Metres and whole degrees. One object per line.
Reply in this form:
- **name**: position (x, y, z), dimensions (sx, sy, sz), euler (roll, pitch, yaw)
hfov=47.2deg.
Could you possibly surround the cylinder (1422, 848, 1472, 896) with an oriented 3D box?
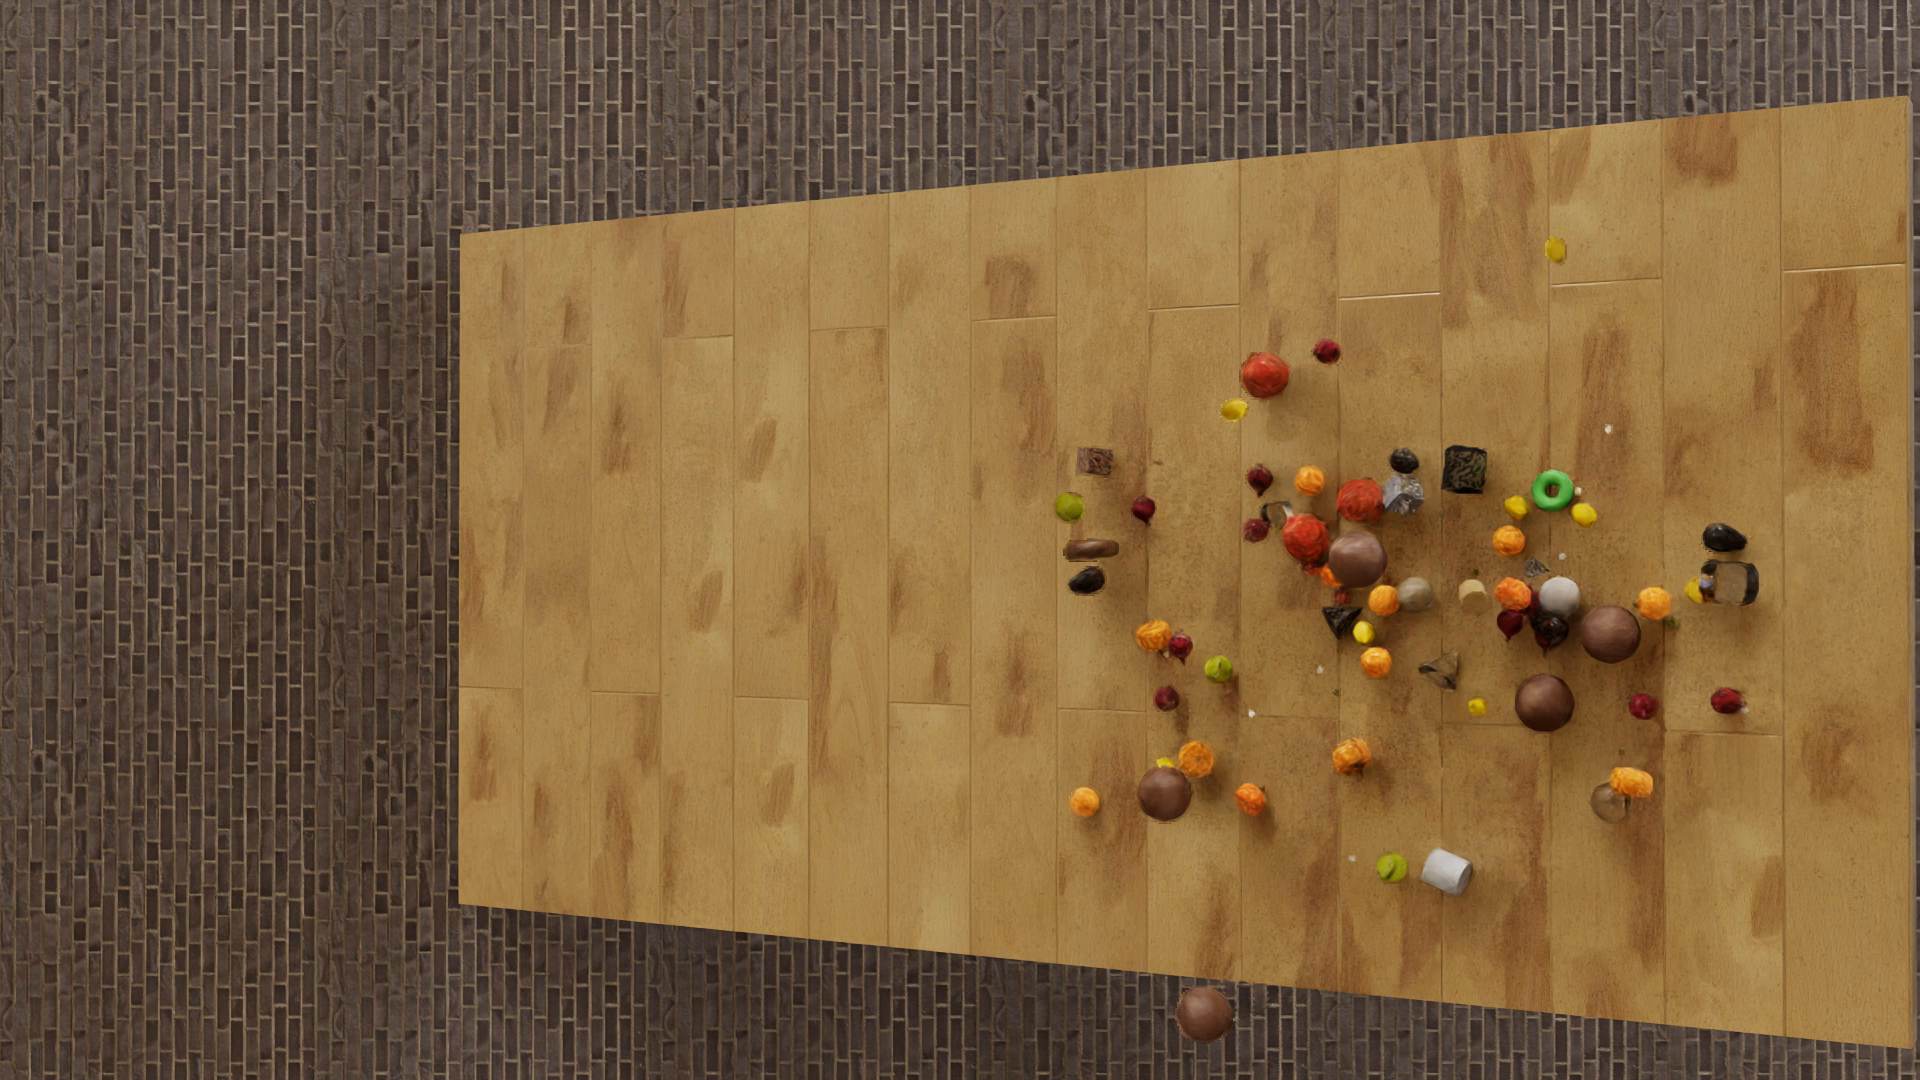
- **cylinder**: position (1.117, 0.761, 5.047), dimensions (0.085, 0.085, 0.085), euler (23, 89, 28)

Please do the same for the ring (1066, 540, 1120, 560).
- **ring**: position (0.328, 0.024, 5.448), dimensions (0.134, 0.134, 0.045), euler (-4, 89, 0)

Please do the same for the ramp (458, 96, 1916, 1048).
- **ramp**: position (0.272, 0.076, 5.635), dimensions (4.000, 0.100, 2.000), euler (0, 89, 29)

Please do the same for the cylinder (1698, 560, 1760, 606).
- **cylinder**: position (1.652, 0.092, 4.725), dimensions (0.091, 0.091, 0.091), euler (4, 89, -8)

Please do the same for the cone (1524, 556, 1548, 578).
- **cone**: position (1.306, 0.065, 4.950), dimensions (0.050, 0.050, 0.050), euler (8, 89, -16)

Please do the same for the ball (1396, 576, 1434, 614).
- **ball**: position (1.054, 0.128, 5.089), dimensions (0.086, 0.086, 0.086), euler (0, 89, 0)

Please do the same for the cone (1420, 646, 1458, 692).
- **cone**: position (1.124, 0.281, 5.062), dimensions (0.096, 0.096, 0.096), euler (37, 74, 0)

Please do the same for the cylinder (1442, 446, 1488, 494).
- **cylinder**: position (1.151, -0.159, 5.017), dimensions (0.093, 0.093, 0.093), euler (8, 84, 0)

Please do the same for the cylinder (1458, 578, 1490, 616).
- **cylinder**: position (1.153, 0.128, 4.938), dimensions (0.060, 0.060, 0.060), euler (1, 117, 2)

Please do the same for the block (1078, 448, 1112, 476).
- **block**: position (0.337, -0.196, 5.492), dimensions (0.064, 0.064, 0.064), euler (3, 91, -21)

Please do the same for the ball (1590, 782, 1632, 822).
- **ball**: position (1.439, 0.580, 4.867), dimensions (0.088, 0.088, 0.088), euler (0, 89, 0)

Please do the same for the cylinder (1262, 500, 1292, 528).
- **cylinder**: position (0.760, -0.062, 5.272), dimensions (0.057, 0.057, 0.057), euler (-10, 89, 29)

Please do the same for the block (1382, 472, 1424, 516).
- **block**: position (1.025, -0.106, 5.089), dimensions (0.065, 0.065, 0.065), euler (17, 46, -20)

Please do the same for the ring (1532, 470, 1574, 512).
- **ring**: position (1.338, -0.111, 4.964), dimensions (0.094, 0.031, 0.094), euler (0, 90, 28)

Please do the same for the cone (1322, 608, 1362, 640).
- **cone**: position (0.915, 0.179, 5.194), dimensions (0.086, 0.086, 0.086), euler (-25, 89, -1)

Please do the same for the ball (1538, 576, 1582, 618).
- **ball**: position (1.340, 0.128, 4.916), dimensions (0.093, 0.093, 0.093), euler (0, 89, 0)
